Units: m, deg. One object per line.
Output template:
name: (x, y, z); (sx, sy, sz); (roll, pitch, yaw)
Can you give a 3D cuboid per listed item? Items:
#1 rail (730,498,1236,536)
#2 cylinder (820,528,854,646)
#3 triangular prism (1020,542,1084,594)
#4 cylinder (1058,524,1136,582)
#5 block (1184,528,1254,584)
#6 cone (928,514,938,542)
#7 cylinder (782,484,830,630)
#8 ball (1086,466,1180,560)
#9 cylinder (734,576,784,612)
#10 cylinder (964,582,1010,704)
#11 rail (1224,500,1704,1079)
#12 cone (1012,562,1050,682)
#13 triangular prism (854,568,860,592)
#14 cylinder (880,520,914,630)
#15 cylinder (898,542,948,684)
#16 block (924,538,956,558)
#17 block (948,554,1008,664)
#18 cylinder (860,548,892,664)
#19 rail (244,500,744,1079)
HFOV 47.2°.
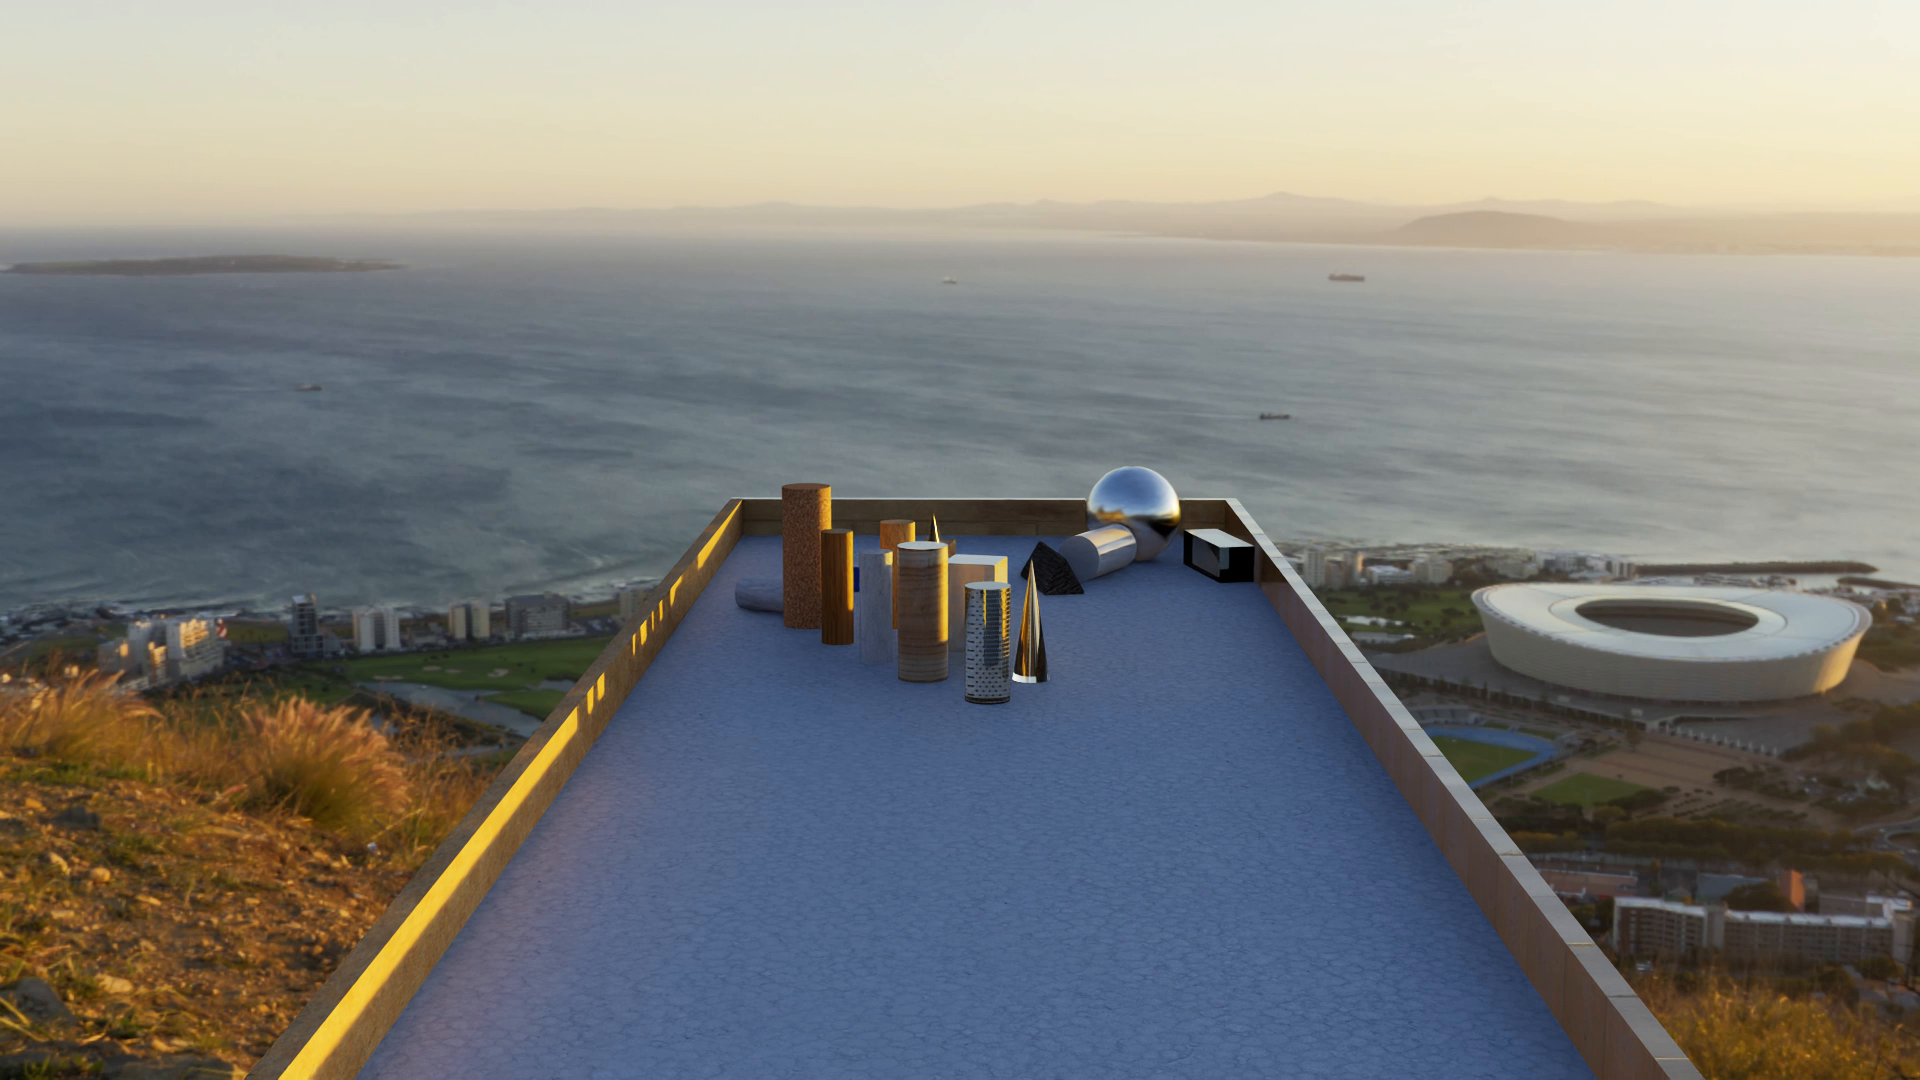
rail: (0.099, -0.098, 9.147); (2.100, 0.150, 0.050); (0, 9, 1)
cylinder: (-0.387, 0.148, 6.943); (0.101, 0.355, 0.101); (0, 9, 0)
triangular prism: (0.333, 0.097, 7.971); (0.147, 0.127, 0.397); (-1, 9, -10)
cylinder: (0.512, 0.045, 8.181); (0.170, 0.170, 0.327); (5, 10, 28)
block: (0.966, 0.057, 8.229); (0.132, 0.132, 0.429); (-2, 9, -12)
cone: (-0.084, 0.119, 6.915); (0.150, 0.421, 0.150); (0, 9, 0)
cylinder: (-0.502, 0.052, 7.213); (0.159, 0.460, 0.159); (0, 9, 0)
ball: (0.666, -0.102, 8.485); (0.367, 0.367, 0.367); (0, 9, 0)
cylinder: (-0.561, 0.193, 7.431); (0.413, 0.112, 0.112); (5, 10, 30)
cylinder: (0.078, 0.287, 6.155); (0.128, 0.325, 0.128); (0, 9, 0)
rail: (1.046, 0.843, 3.208); (0.050, 0.150, 12.000); (0, 9, 1)
cone: (0.208, 0.228, 6.416); (0.109, 0.361, 0.109); (0, 9, 0)
triangular prism: (-0.399, 0.136, 7.885); (0.331, 0.080, 0.092); (1, 9, 7)
cylinder: (-0.204, 0.111, 7.202); (0.114, 0.346, 0.114); (0, 9, 0)
cylinder: (-0.109, 0.210, 6.429); (0.148, 0.393, 0.148); (0, 9, 0)
block: (-0.112, 0.085, 8.109); (0.113, 0.113, 0.434); (2, 9, 11)
block: (0.045, 0.210, 6.706); (0.164, 0.306, 0.164); (2, 9, 14)
cylinder: (-0.255, 0.200, 6.673); (0.101, 0.336, 0.101); (0, 9, 0)
rail: (-1.004, 0.839, 3.234); (0.050, 0.150, 12.000); (0, 9, 1)
